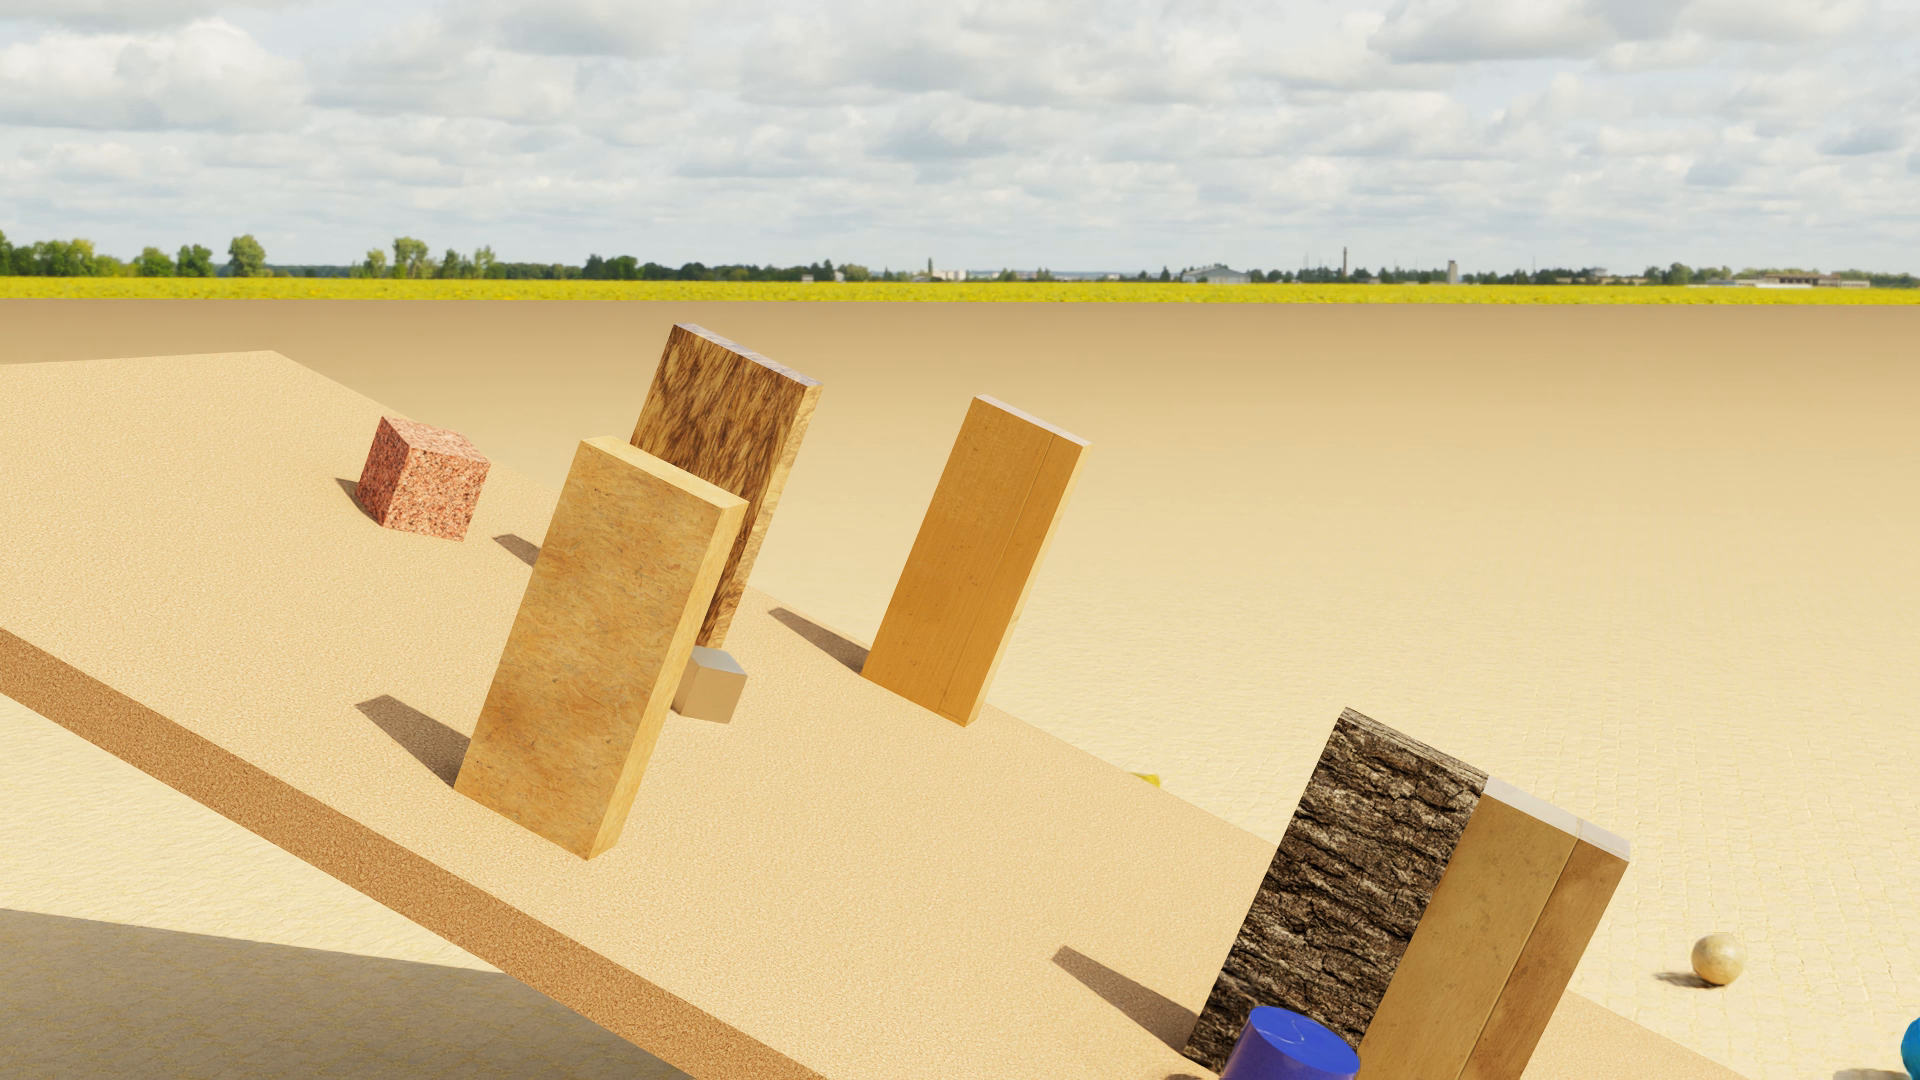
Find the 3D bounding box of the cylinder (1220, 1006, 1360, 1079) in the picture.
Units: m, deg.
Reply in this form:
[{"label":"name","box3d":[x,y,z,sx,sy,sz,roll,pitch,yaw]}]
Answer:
[{"label":"cylinder","box3d":[0.505,0.867,3.465,0.187,0.187,0.187,21,13,-5]}]

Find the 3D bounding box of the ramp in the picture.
[{"label":"ramp","box3d":[-0.295,0.516,4.188,4.000,0.100,2.000,25,13,13]}]

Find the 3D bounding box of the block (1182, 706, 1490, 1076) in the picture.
[{"label":"block","box3d":[0.614,0.621,3.622,0.253,0.641,0.094,25,13,13]}]

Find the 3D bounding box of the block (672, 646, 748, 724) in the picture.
[{"label":"block","box3d":[-0.502,0.282,4.320,0.109,0.109,0.109,14,16,-33]}]

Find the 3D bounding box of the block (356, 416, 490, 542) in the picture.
[{"label":"block","box3d":[-1.155,-0.132,4.726,0.186,0.186,0.186,12,16,-38]}]

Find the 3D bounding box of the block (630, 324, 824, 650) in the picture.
[{"label":"block","box3d":[-0.553,-0.101,4.614,0.319,0.629,0.095,25,13,13]}]

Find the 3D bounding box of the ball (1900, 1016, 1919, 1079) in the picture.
[{"label":"ball","box3d":[2.227,1.159,4.967,0.188,0.188,0.188,0,7,0]}]

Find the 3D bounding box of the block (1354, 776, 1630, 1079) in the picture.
[{"label":"block","box3d":[0.897,0.727,3.805,0.283,0.579,0.142,25,13,13]}]

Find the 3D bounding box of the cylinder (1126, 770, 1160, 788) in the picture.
[{"label":"cylinder","box3d":[0.581,0.869,7.518,0.156,0.156,0.156,4,8,32]}]

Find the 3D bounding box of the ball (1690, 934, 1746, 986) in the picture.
[{"label":"ball","box3d":[1.976,1.094,5.735,0.134,0.134,0.134,0,7,0]}]

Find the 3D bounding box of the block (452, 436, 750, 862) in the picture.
[{"label":"block","box3d":[-0.575,0.172,3.501,0.258,0.619,0.105,25,13,13]}]

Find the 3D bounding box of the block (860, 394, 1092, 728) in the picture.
[{"label":"block","box3d":[0.033,0.047,4.871,0.267,0.685,0.090,25,13,13]}]
